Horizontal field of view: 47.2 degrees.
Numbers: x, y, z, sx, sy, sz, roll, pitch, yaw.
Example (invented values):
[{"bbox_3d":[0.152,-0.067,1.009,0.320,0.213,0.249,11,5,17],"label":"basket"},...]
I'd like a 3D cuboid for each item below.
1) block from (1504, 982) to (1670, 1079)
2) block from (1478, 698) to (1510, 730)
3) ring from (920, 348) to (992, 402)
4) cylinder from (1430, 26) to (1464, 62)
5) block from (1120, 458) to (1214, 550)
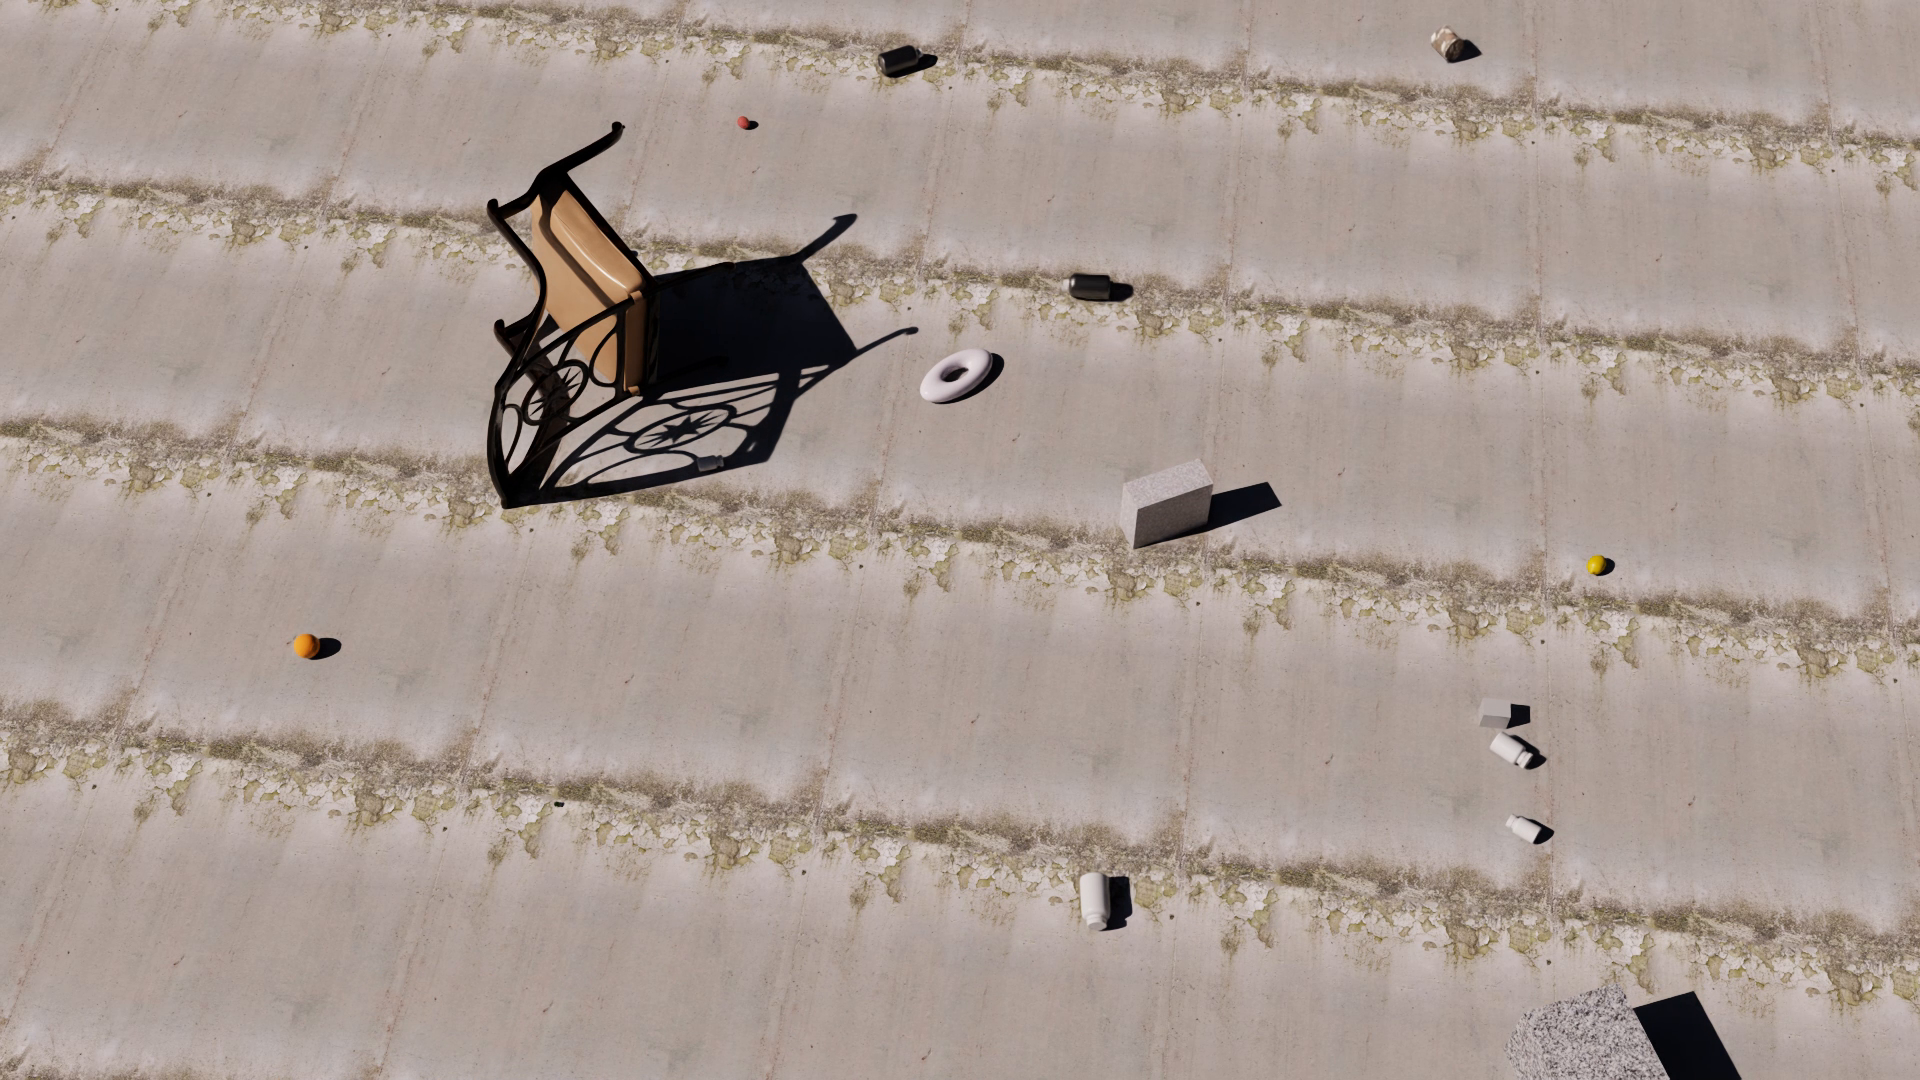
[{"bbox_3d":[1.573,1.320,5.538,0.263,0.250,0.269,-15,57,-10],"label":"block"},{"bbox_3d":[1.508,0.489,6.205,0.075,0.068,0.056,6,56,4],"label":"block"},{"bbox_3d":[-0.010,-0.517,6.888,0.274,0.054,0.138,-34,64,-21],"label":"ring"},{"bbox_3d":[1.700,-1.733,7.676,0.078,0.100,0.082,-28,60,-11],"label":"cylinder"},{"bbox_3d":[0.610,-0.106,6.517,0.244,0.212,0.098,-19,58,-12],"label":"block"}]
